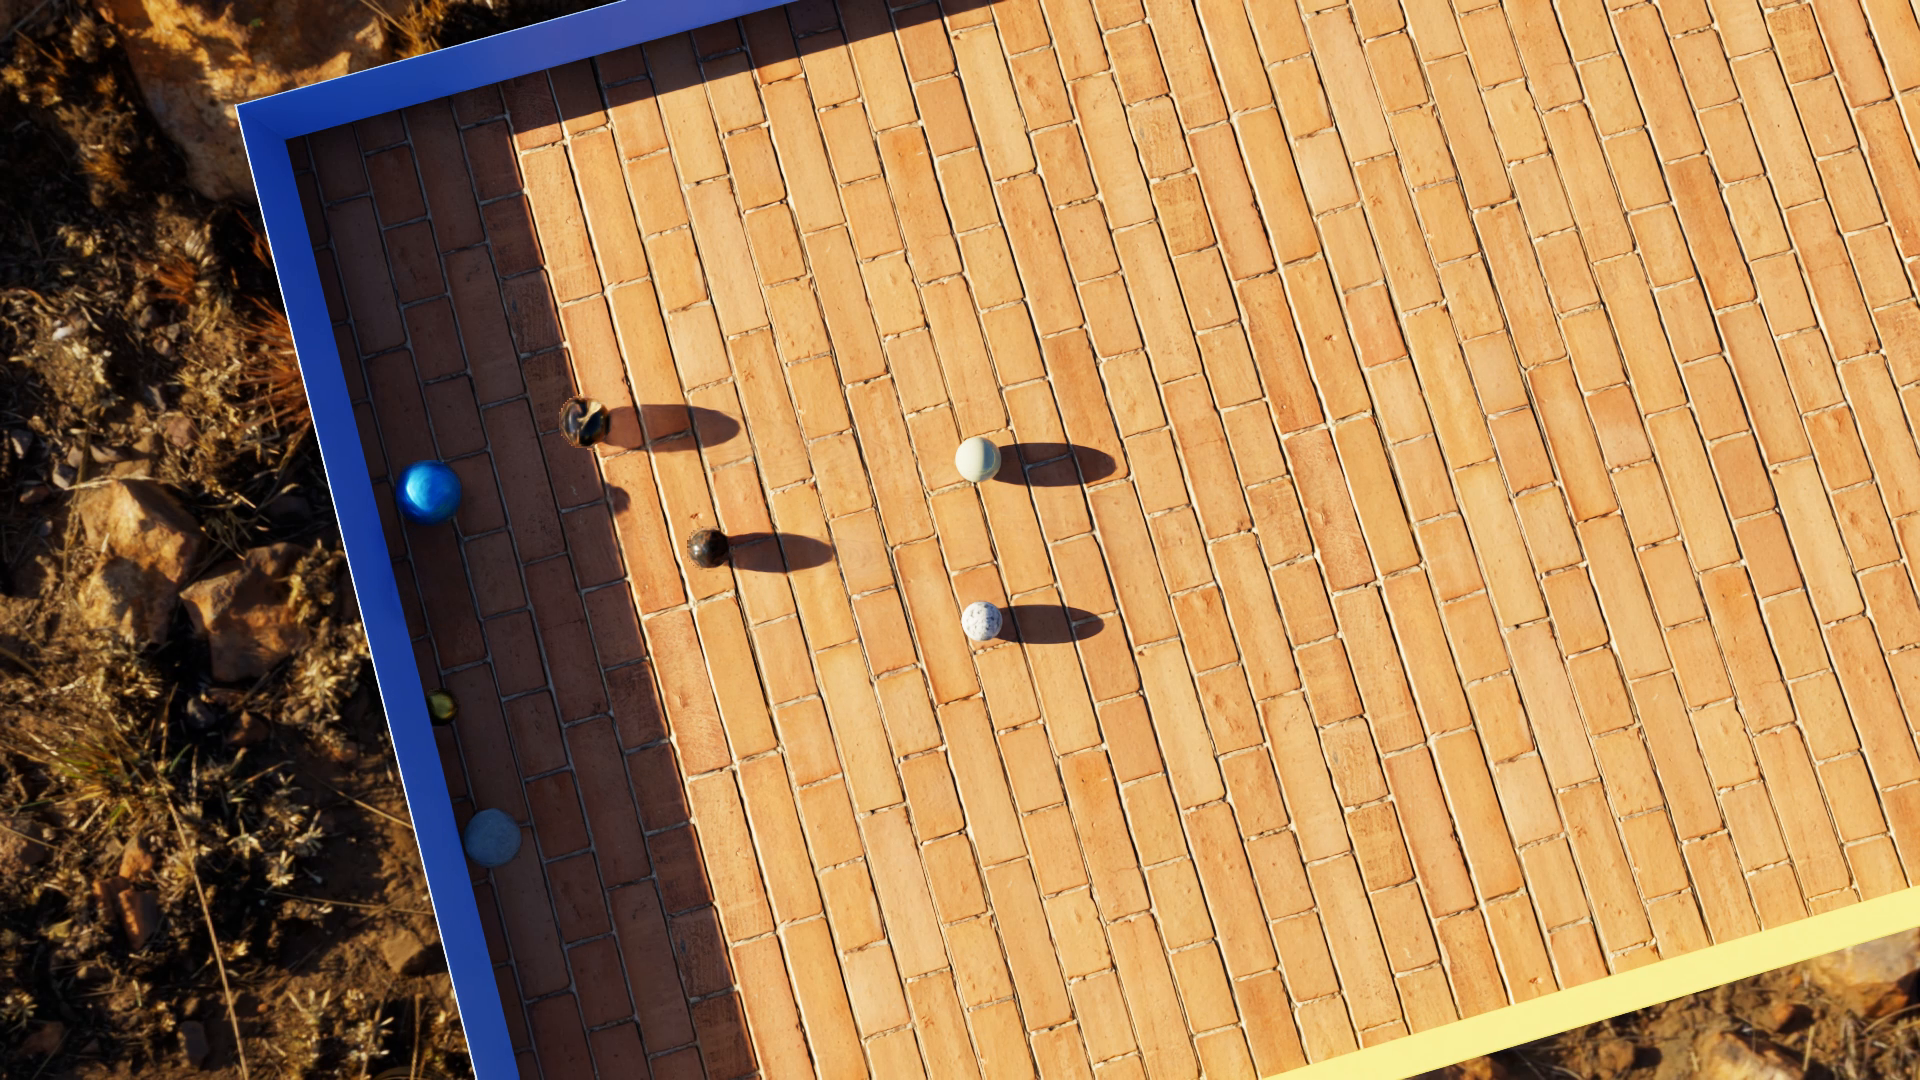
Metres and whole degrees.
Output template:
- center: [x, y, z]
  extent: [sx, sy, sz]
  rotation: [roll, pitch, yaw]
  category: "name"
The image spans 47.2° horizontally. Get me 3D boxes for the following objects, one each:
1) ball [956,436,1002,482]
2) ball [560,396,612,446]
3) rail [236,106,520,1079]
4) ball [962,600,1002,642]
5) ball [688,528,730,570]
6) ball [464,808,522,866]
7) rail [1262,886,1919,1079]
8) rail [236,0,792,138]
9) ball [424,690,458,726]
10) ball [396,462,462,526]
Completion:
- center: [0.027, -0.120, 3.288]
  extent: [0.069, 0.069, 0.069]
  rotation: [0, 82, 0]
  category: "ball"
- center: [-0.560, -0.177, 3.294]
  extent: [0.075, 0.075, 0.075]
  rotation: [0, 82, 0]
  category: "ball"
- center: [-0.806, 0.224, 3.207]
  extent: [0.045, 0.125, 1.828]
  rotation: [-16, 82, -2]
  category: "rail"
- center: [0.033, 0.120, 3.256]
  extent: [0.060, 0.060, 0.060]
  rotation: [0, 82, 0]
  category: "ball"
- center: [-0.373, 0.013, 3.272]
  extent: [0.061, 0.061, 0.061]
  rotation: [0, 82, 0]
  category: "ball"
- center: [-0.680, 0.433, 3.199]
  extent: [0.083, 0.083, 0.083]
  rotation: [0, 82, 0]
  category: "ball"
- center: [1.074, 0.607, 3.150]
  extent: [3.449, 0.125, 0.045]
  rotation: [-16, 82, -2]
  category: "rail"
- center: [0.584, -1.085, 3.402]
  extent: [3.449, 0.125, 0.045]
  rotation: [-16, 82, -2]
  category: "rail"
- center: [-0.767, 0.248, 3.241]
  extent: [0.054, 0.054, 0.054]
  rotation: [0, 82, 0]
  category: "ball"
- center: [-0.789, -0.068, 3.266]
  extent: [0.096, 0.096, 0.096]
  rotation: [0, 82, 0]
  category: "ball"
